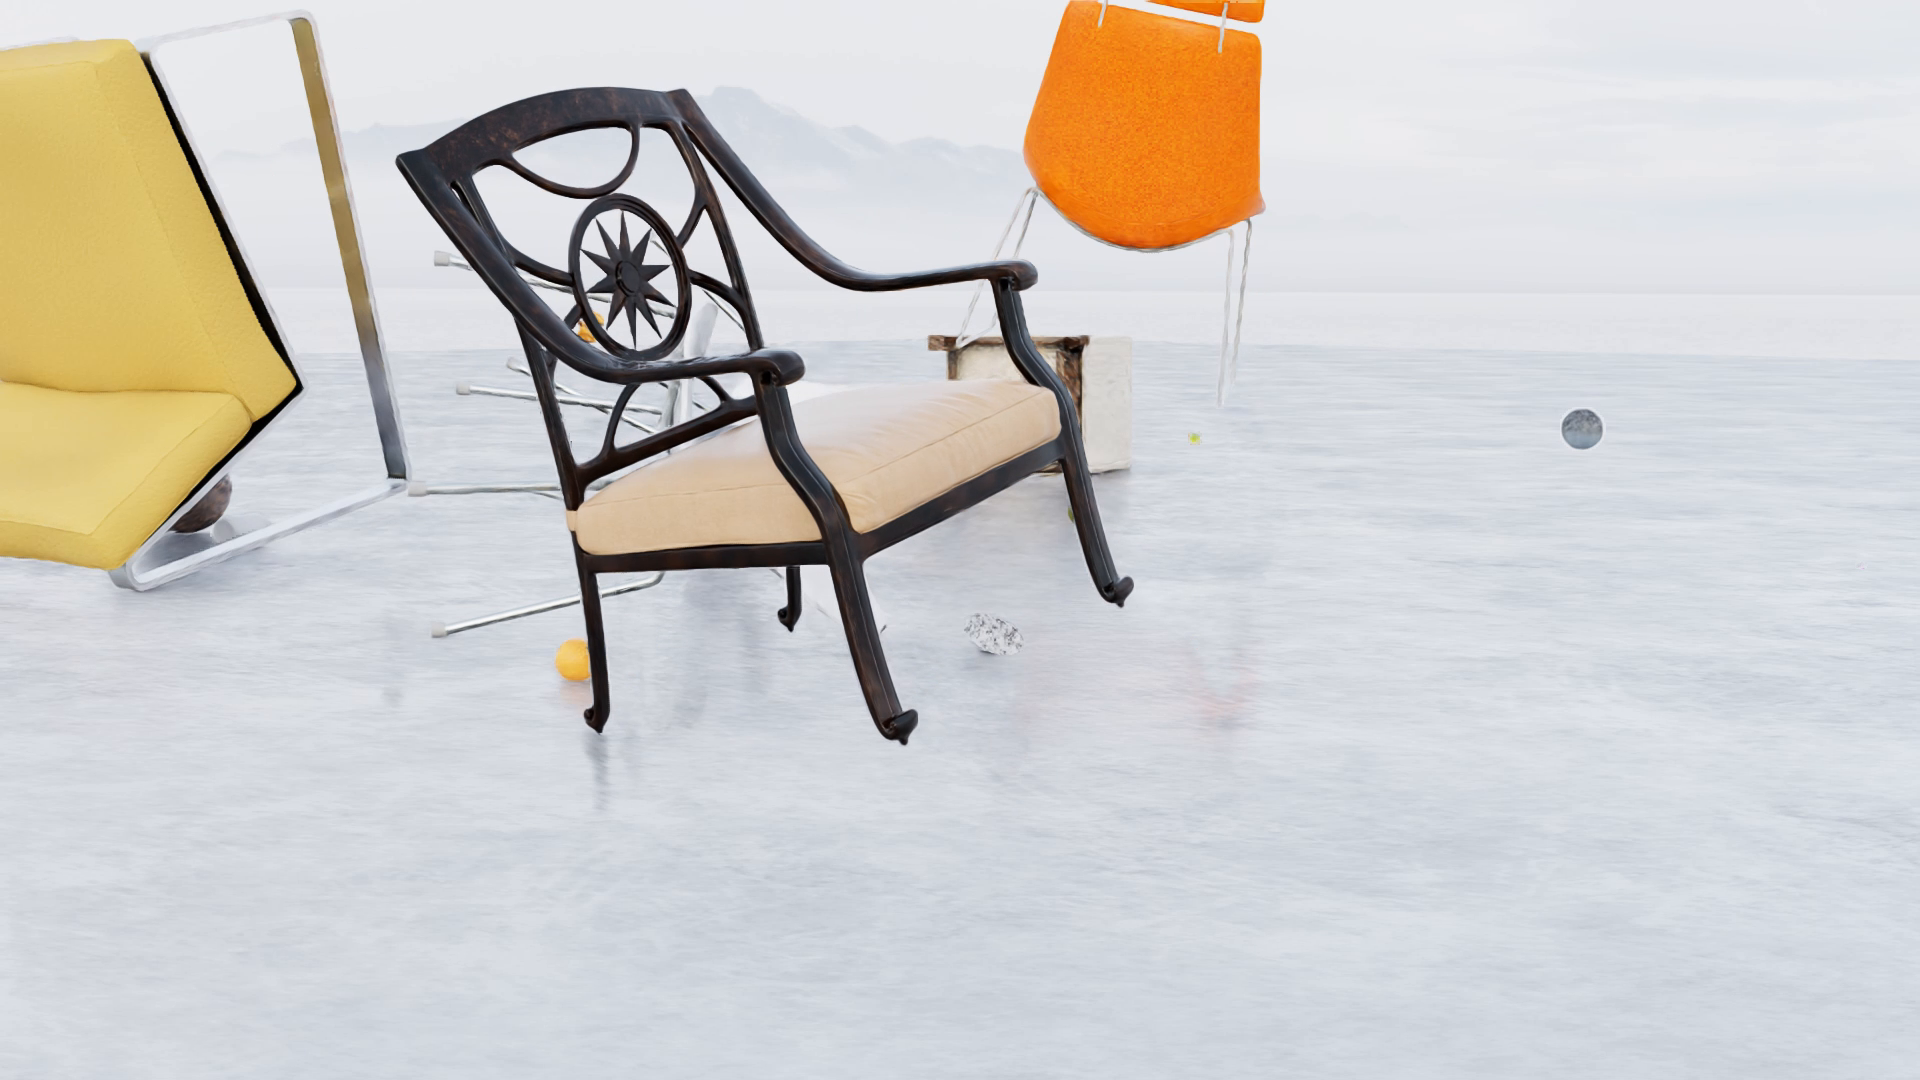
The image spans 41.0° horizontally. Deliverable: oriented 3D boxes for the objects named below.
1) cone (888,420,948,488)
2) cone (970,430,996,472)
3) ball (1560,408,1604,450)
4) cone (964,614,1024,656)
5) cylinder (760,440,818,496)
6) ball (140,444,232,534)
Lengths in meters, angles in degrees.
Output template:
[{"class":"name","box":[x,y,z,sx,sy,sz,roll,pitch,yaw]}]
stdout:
[{"class":"cone","box":[-0.081,-0.213,7.033,0.171,0.169,0.177,-28,10,34]},{"class":"cone","box":[0.077,-0.307,8.704,0.092,0.142,0.074,2,6,15]},{"class":"ball","box":[1.743,-0.312,7.188,0.116,0.116,0.116,0,6,0]},{"class":"cone","box":[0.051,0.180,4.503,0.111,0.078,0.054,21,-38,-7]},{"class":"cylinder","box":[-0.479,-0.203,7.196,0.144,0.134,0.172,9,3,-15]},{"class":"ball","box":[-1.984,-0.131,6.576,0.227,0.227,0.227,0,6,0]}]
